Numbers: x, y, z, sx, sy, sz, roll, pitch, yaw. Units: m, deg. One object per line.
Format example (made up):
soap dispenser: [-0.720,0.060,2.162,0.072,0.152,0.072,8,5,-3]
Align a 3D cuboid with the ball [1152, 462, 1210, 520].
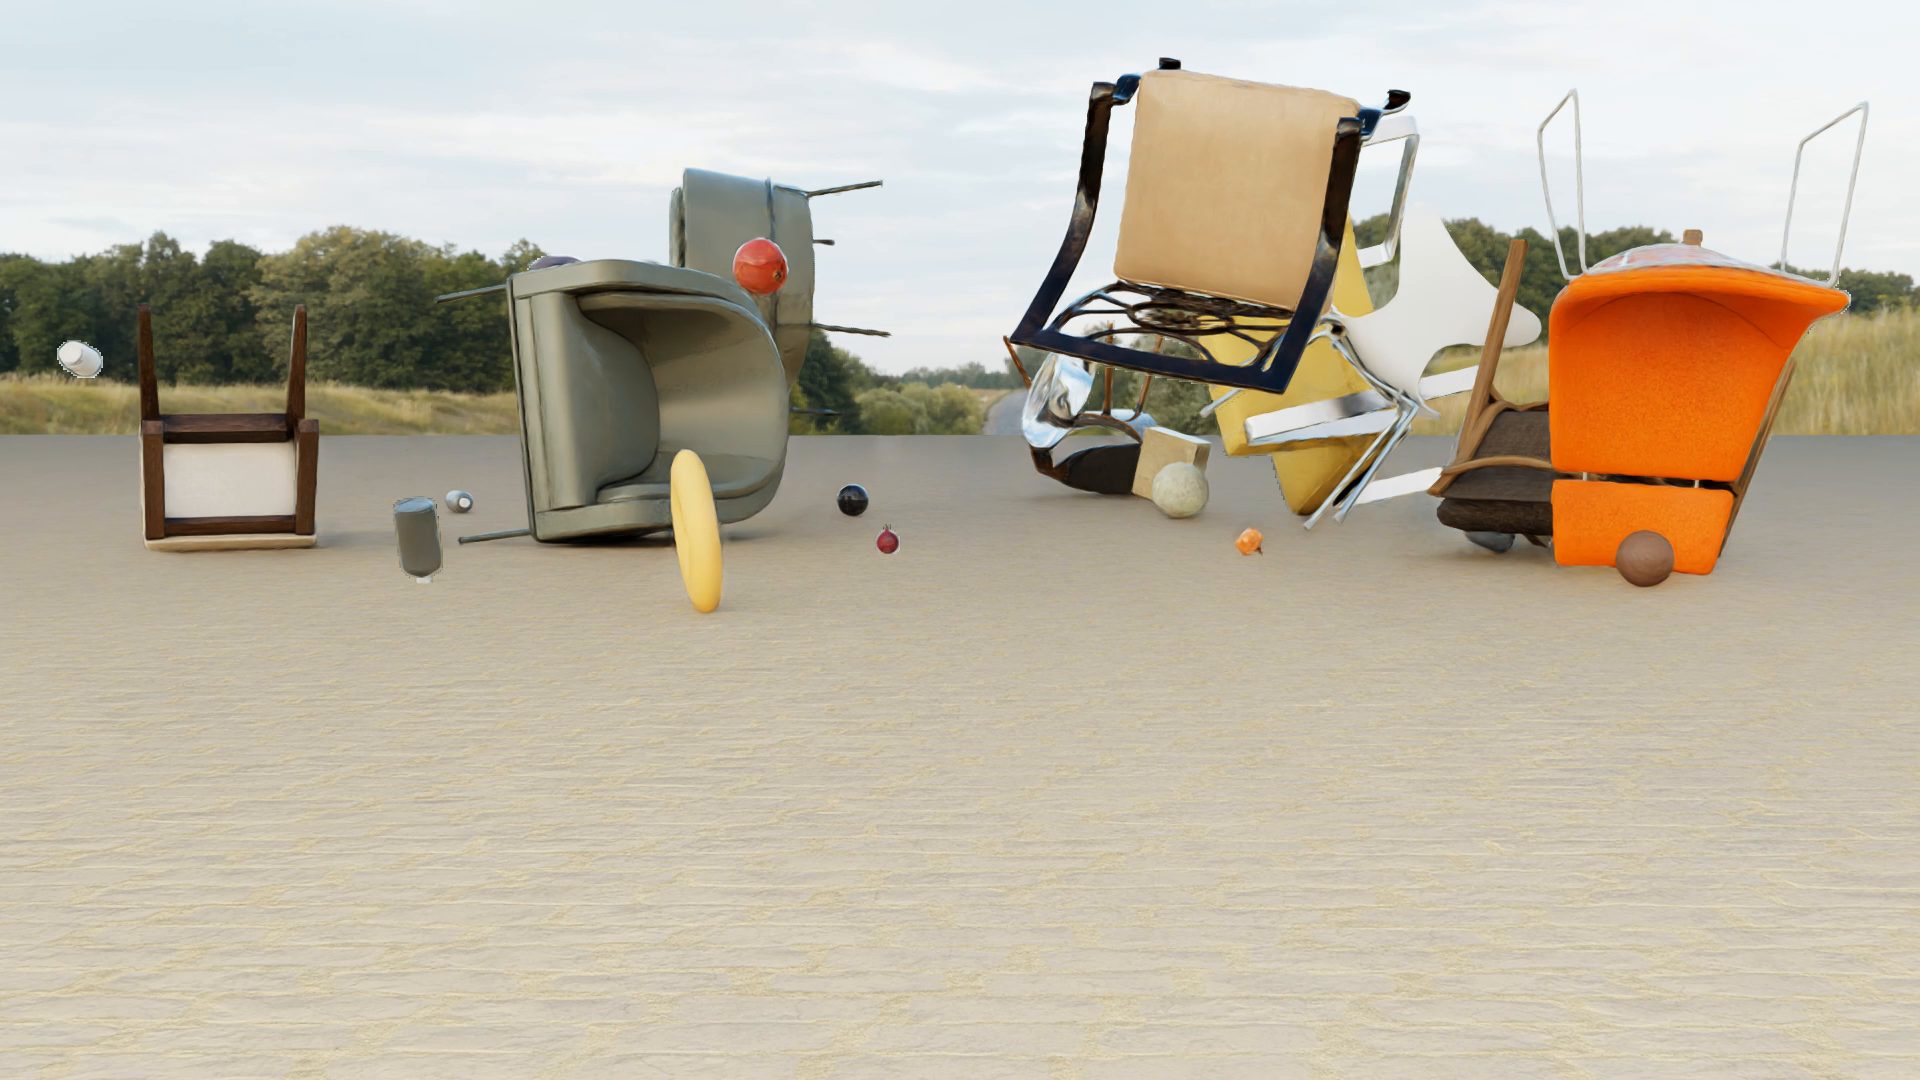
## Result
ball: [0.761,-0.171,7.592,0.197,0.197,0.197,0,4,0]

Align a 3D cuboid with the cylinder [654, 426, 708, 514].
cylinder: [-0.960,-0.237,7.585,0.164,0.207,0.245,2,-36,1]

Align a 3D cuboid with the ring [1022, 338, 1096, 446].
ring: [0.341,-0.510,7.585,0.126,0.424,0.364,22,30,-15]

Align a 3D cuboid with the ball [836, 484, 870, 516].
ball: [-0.378,-0.140,7.750,0.115,0.115,0.115,0,4,0]

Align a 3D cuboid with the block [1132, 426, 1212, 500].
block: [0.795,-0.272,8.271,0.233,0.256,0.102,21,15,34]

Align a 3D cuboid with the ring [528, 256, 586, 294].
ring: [-1.201,-0.793,6.566,0.050,0.114,0.280,2,11,25]

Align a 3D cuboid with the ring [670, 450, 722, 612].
ring: [-0.536,-0.020,4.466,0.064,0.282,0.380,-6,47,-13]

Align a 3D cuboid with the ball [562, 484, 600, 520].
ball: [-1.290,-0.129,7.498,0.128,0.128,0.128,0,4,0]
